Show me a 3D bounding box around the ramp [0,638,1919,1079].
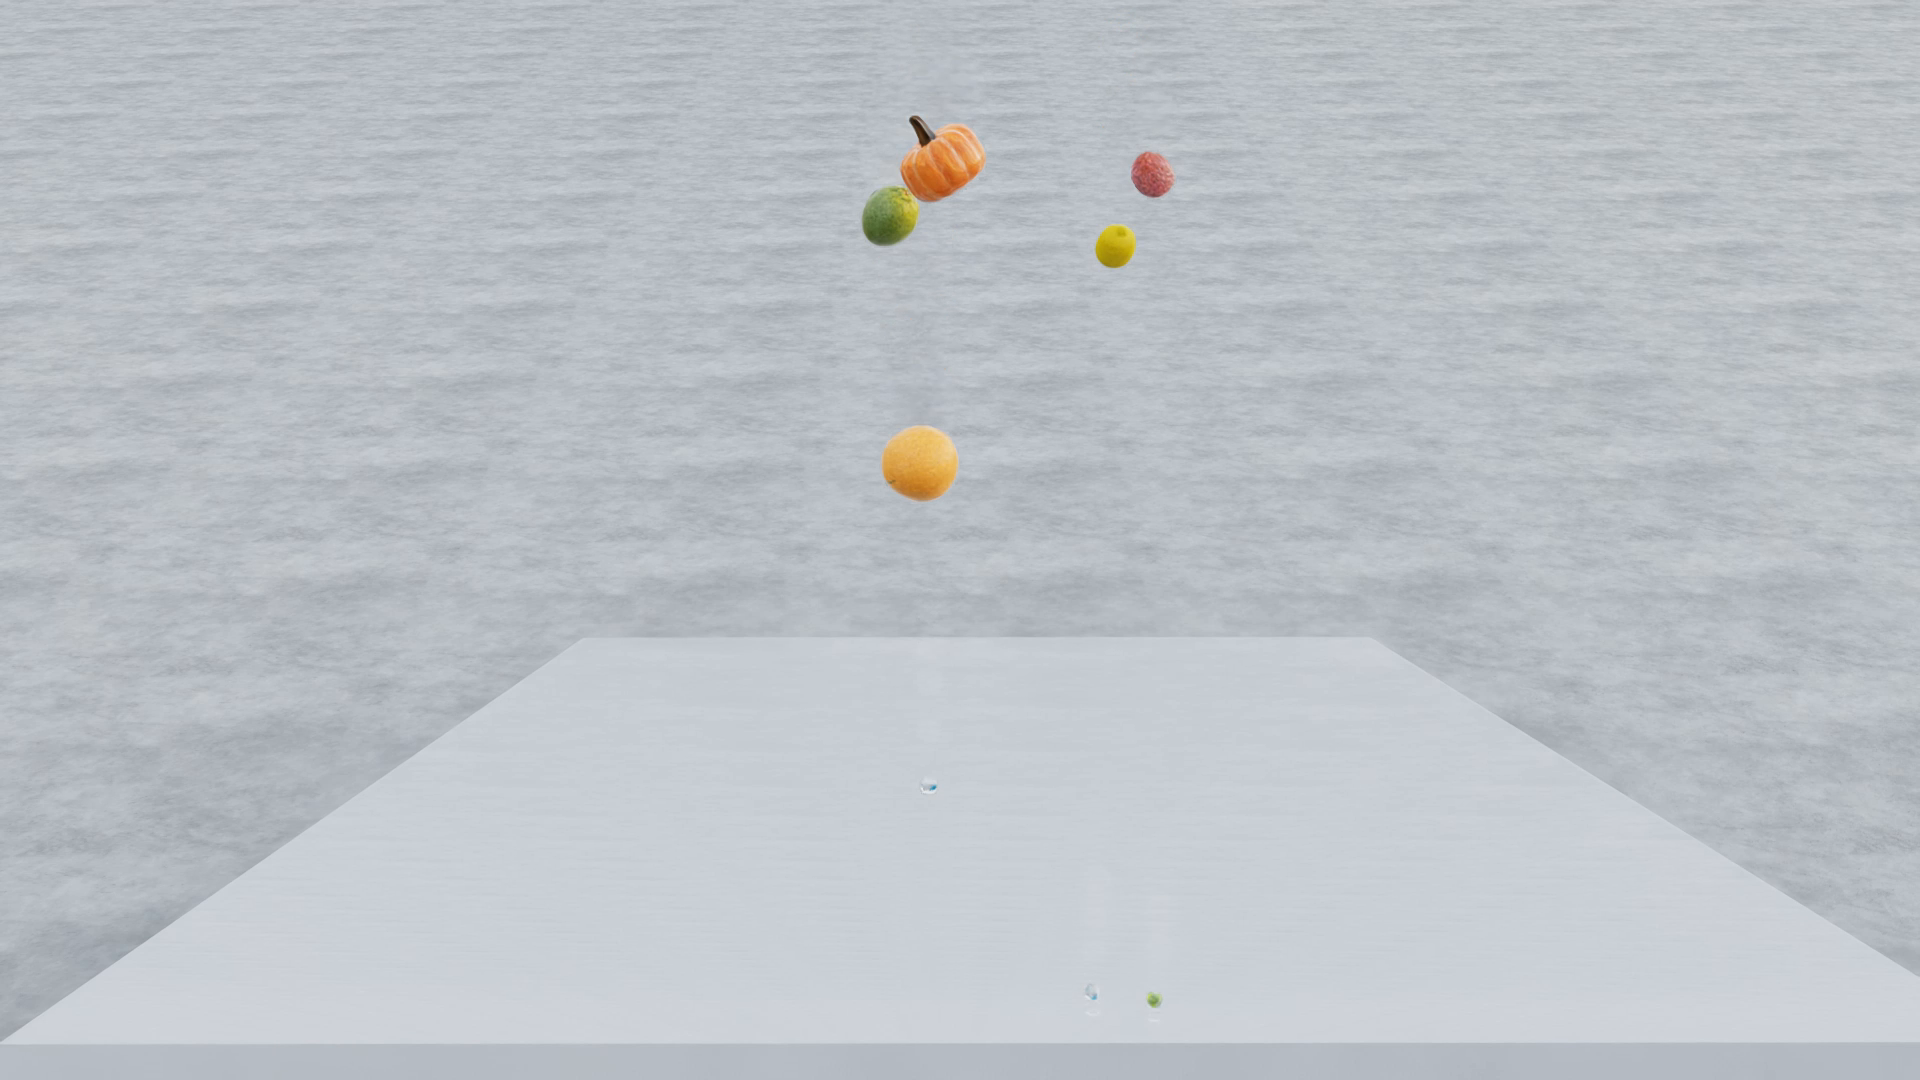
[{"bbox_3d":[0.047,0.422,4.534,2.000,0.100,4.000,0,4,0],"label":"ramp"}]
